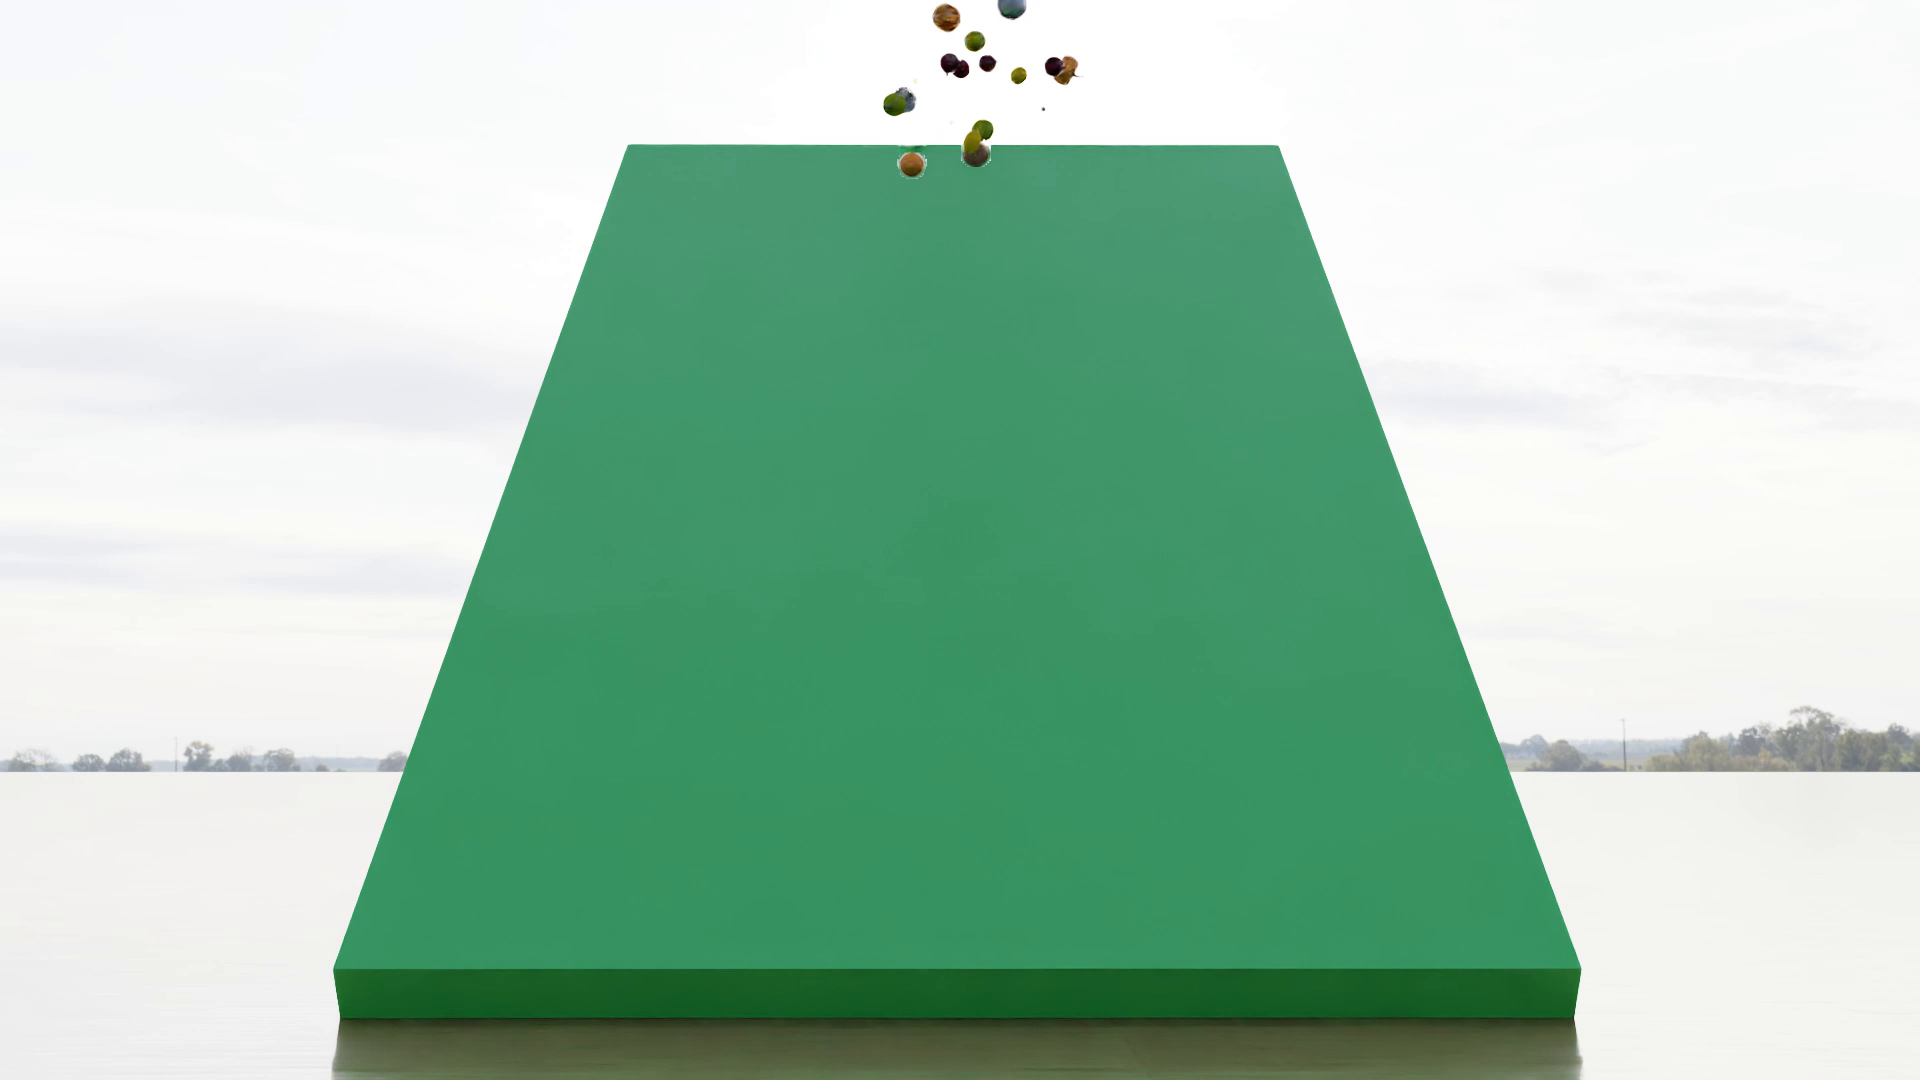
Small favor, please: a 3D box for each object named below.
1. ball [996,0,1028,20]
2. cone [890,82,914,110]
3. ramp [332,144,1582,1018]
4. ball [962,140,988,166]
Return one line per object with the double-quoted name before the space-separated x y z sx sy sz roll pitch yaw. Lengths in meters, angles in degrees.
"ball" 0.152 -1.568 7.001 0.093 0.093 0.093 0 -5 0
"cone" -0.156 -1.344 7.251 0.082 0.082 0.082 3 12 -28
"ramp" -0.012 -0.221 5.611 2.000 0.100 4.000 0 28 0
"ball" 0.047 -1.158 7.158 0.079 0.079 0.079 0 -5 0
